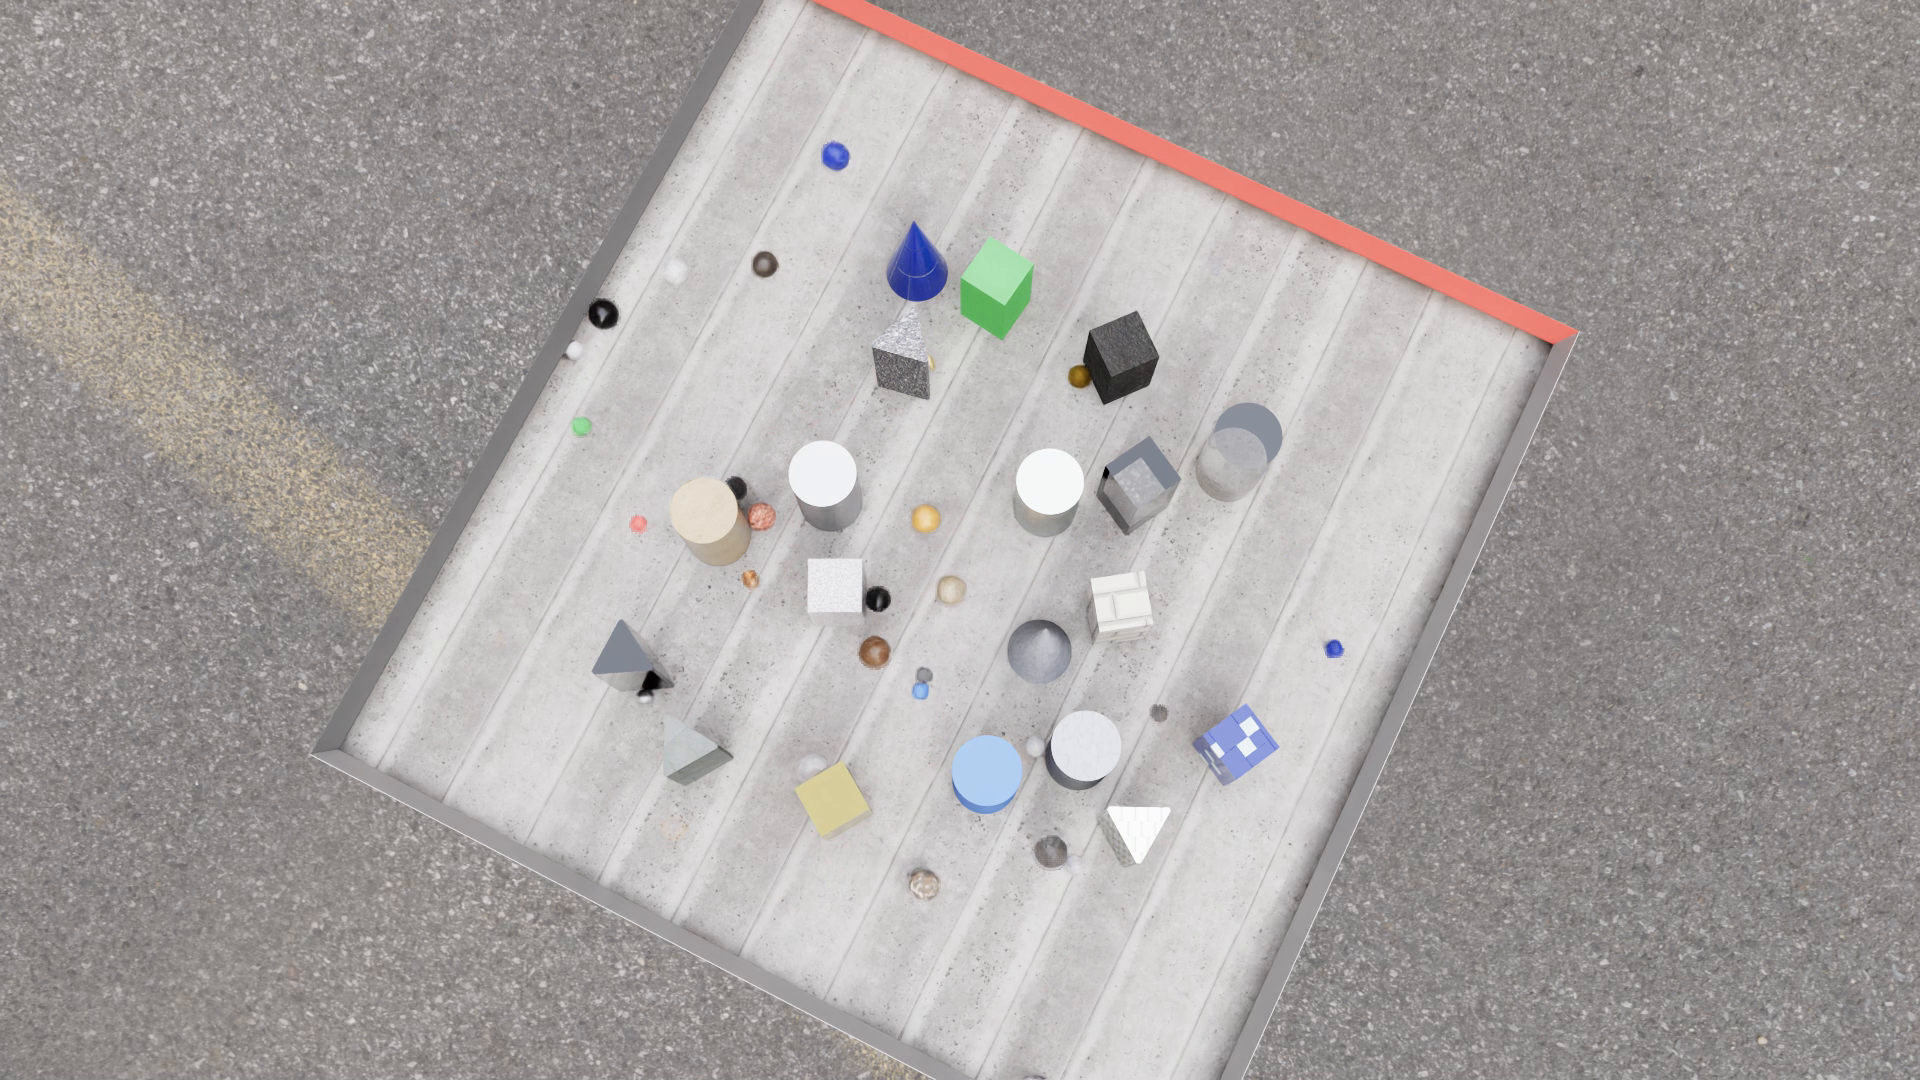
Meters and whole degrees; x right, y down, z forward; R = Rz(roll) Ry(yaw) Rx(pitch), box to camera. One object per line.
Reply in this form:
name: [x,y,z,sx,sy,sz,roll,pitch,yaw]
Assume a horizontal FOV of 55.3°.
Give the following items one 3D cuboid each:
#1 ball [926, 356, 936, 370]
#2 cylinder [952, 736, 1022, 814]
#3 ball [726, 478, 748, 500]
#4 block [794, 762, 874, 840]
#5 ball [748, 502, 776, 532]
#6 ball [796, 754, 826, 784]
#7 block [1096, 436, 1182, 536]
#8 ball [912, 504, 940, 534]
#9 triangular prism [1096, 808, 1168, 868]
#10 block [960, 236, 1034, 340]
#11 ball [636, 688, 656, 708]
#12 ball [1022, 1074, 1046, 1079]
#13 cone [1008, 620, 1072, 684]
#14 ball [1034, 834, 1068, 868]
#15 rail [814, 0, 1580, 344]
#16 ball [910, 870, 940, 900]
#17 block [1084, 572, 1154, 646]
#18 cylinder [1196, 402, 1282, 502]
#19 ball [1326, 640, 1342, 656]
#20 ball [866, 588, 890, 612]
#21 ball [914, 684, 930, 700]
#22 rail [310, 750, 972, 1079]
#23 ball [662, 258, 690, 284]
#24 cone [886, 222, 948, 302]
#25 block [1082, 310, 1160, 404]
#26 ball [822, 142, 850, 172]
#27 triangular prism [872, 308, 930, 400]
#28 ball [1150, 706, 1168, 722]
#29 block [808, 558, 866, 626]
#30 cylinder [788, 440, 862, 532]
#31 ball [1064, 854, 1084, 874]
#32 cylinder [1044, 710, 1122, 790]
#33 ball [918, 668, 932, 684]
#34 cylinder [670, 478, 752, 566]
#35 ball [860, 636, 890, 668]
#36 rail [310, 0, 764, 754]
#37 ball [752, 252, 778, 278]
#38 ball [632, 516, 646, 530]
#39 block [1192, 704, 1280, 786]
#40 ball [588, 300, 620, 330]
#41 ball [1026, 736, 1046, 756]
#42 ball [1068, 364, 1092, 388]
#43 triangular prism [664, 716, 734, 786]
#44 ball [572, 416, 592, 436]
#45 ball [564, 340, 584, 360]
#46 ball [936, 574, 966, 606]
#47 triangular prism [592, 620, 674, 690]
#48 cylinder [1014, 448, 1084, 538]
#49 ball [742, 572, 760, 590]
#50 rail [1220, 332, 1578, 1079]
ball: [-0.097,-0.552,5.710,0.040,0.040,0.040,0,78,0]
cylinder: [0.075,0.679,5.276,0.196,0.392,0.196,0,78,0]
ball: [-0.686,-0.156,5.613,0.070,0.070,0.070,0,78,0]
block: [-0.362,0.759,5.317,0.157,0.279,0.157,-30,80,-6]
ball: [-0.605,-0.070,5.586,0.088,0.088,0.088,0,78,0]
ball: [-0.441,0.680,5.429,0.092,0.092,0.092,0,78,0]
block: [0.528,-0.156,5.455,0.157,0.380,0.157,-34,80,-7]
ball: [-0.103,-0.064,5.585,0.087,0.087,0.087,0,78,0]
triangular prism: [0.466,0.815,5.218,0.147,0.451,0.170,31,80,6]
block: [0.111,-0.766,5.604,0.157,0.335,0.157,33,80,6]
ball: [-0.939,0.474,5.489,0.057,0.057,0.057,0,78,0]
ball: [0.212,1.577,5.241,0.096,0.096,0.096,0,78,0]
cone: [0.240,0.292,5.328,0.196,0.448,0.196,0,78,0]
ball: [0.267,0.915,5.377,0.098,0.098,0.098,0,78,0]
rail: [0.628,-1.224,5.804,2.822,0.127,0.045,26,80,5]
ball: [-0.104,1.010,5.362,0.088,0.088,0.088,0,78,0]
block: [0.468,0.205,5.431,0.157,0.280,0.157,-9,78,-2]
cylinder: [0.825,-0.256,5.451,0.196,0.427,0.196,0,78,0]
ball: [1.128,0.325,5.524,0.050,0.050,0.050,0,78,0]
ball: [-0.247,0.181,5.541,0.075,0.075,0.075,0,78,0]
ball: [-0.115,0.454,5.497,0.050,0.050,0.050,0,78,0]
rail: [-0.628,1.238,5.294,2.822,0.127,0.045,26,80,5]
ball: [-0.892,-0.843,5.748,0.084,0.084,0.084,0,78,0]
cone: [-0.135,-0.891,5.576,0.196,0.441,0.196,0,78,0]
block: [0.487,-0.551,5.576,0.157,0.303,0.157,-23,79,-5]
ball: [-0.394,-1.218,5.823,0.090,0.090,0.090,0,78,0]
triangular prism: [-0.155,-0.570,5.530,0.170,0.400,0.147,17,79,3]
ball: [0.596,0.520,5.482,0.051,0.051,0.051,0,78,0]
block: [-0.363,0.158,5.450,0.157,0.262,0.157,0,78,0]
cylinder: [-0.397,-0.157,5.469,0.196,0.352,0.196,0,78,0]
ball: [0.336,0.953,5.390,0.058,0.058,0.058,0,78,0]
cylinder: [0.352,0.612,5.292,0.196,0.388,0.196,0,78,0]
ball: [-0.106,0.407,5.509,0.046,0.046,0.046,0,78,0]
cylinder: [-0.738,-0.050,5.449,0.196,0.349,0.196,0,78,0]
ball: [-0.254,0.334,5.500,0.093,0.093,0.093,0,78,0]
rail: [-1.241,-0.601,5.675,0.045,0.127,2.858,26,80,5]
ball: [-0.611,-0.865,5.754,0.082,0.082,0.082,0,78,0]
ball: [-0.982,-0.051,5.604,0.045,0.045,0.045,0,78,0]
block: [0.803,0.601,5.357,0.157,0.264,0.157,-35,81,-7]
ball: [-1.111,-0.702,5.713,0.096,0.096,0.096,0,78,0]
ball: [0.225,0.615,5.457,0.063,0.063,0.063,0,78,0]
ball: [0.371,-0.507,5.685,0.073,0.073,0.073,0,78,0]
triangular prism: [-0.787,0.592,5.306,0.170,0.369,0.147,-29,80,-6]
ball: [-1.168,-0.352,5.660,0.057,0.057,0.057,0,78,0]
ball: [-1.200,-0.592,5.708,0.061,0.061,0.061,0,78,0]
ball: [-0.025,0.151,5.538,0.093,0.093,0.093,0,78,0]
triangular prism: [-0.950,0.335,5.343,0.170,0.401,0.147,-4,78,-1]
cylinder: [0.261,-0.137,5.478,0.196,0.327,0.196,0,78,0]
ball: [-0.634,0.123,5.565,0.053,0.053,0.053,0,78,0]
rail: [1.241,0.614,5.423,0.045,0.127,2.858,26,80,5]
